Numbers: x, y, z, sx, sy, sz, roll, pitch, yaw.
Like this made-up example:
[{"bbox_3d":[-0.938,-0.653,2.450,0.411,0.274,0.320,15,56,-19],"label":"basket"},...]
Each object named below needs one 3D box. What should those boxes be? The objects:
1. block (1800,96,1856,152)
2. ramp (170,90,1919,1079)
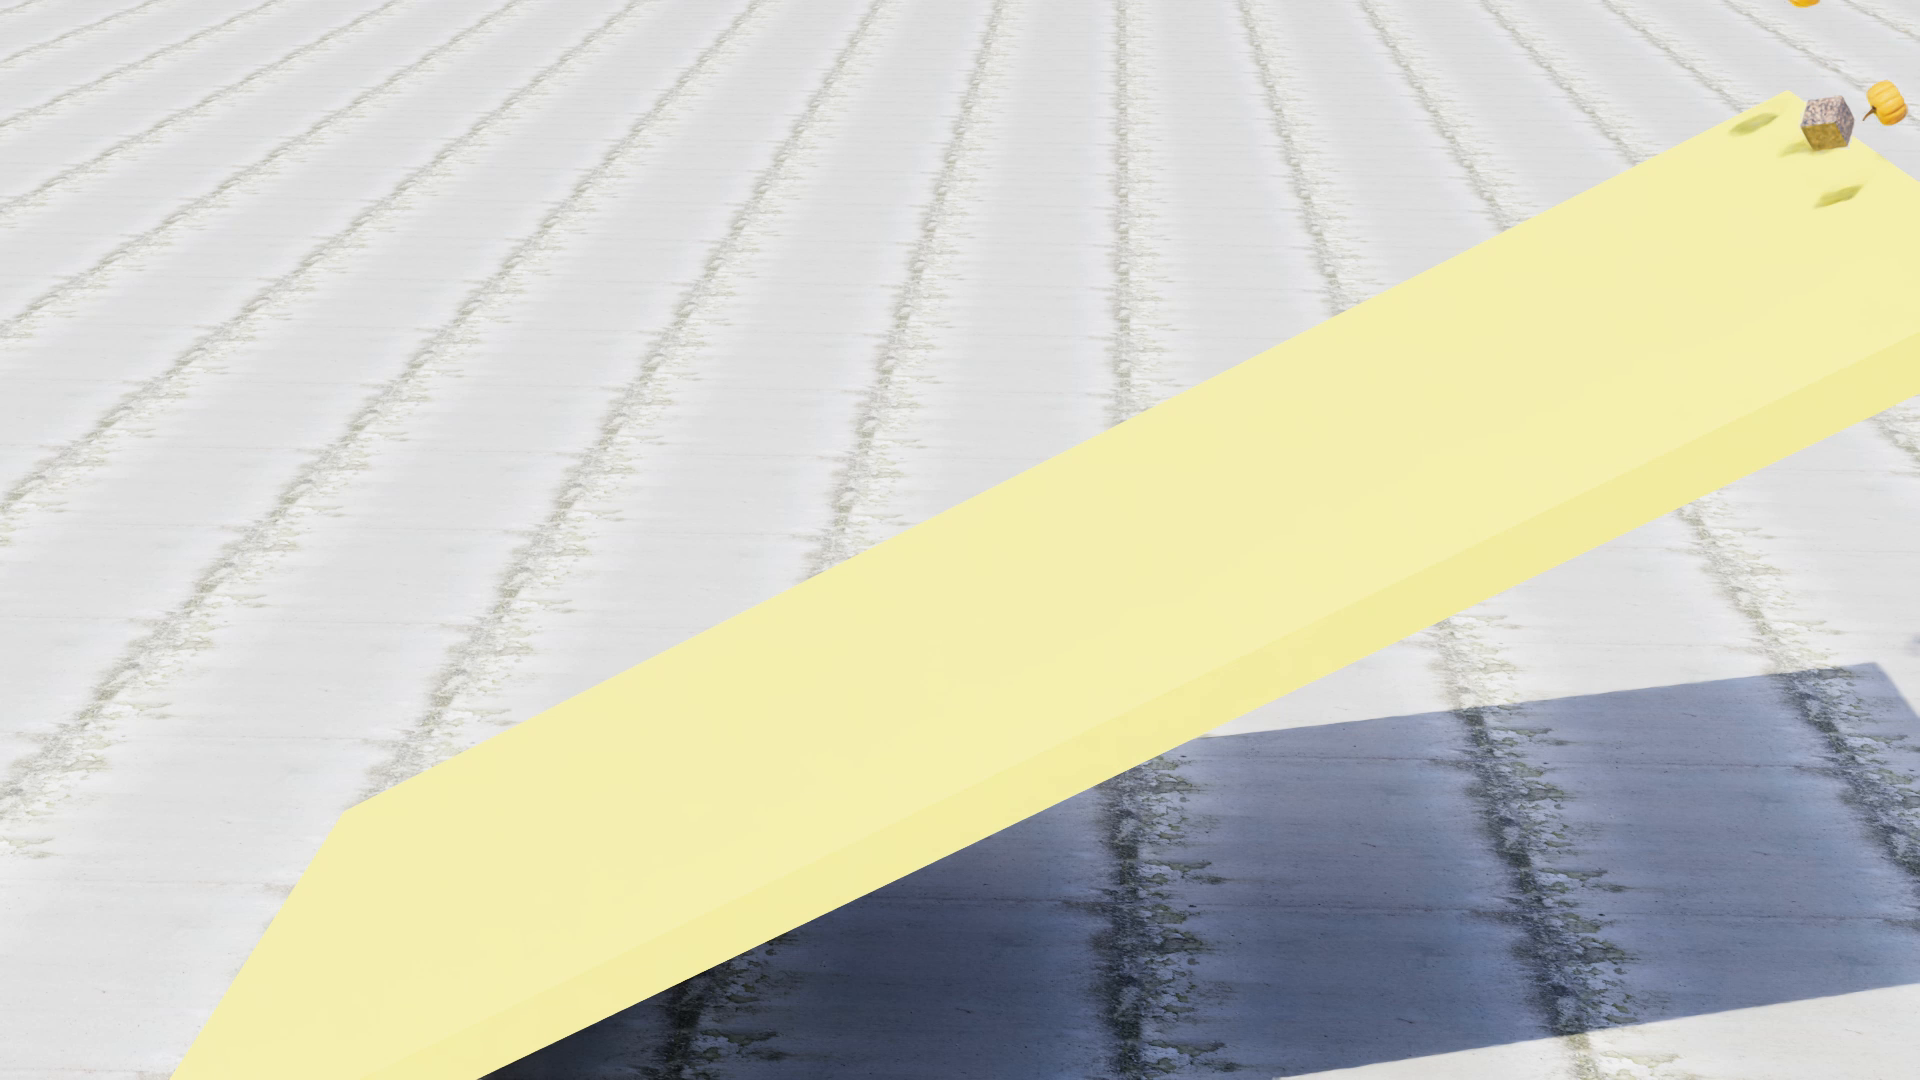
[{"bbox_3d":[1.692,-0.812,5.734,0.071,0.071,0.071,-4,51,40],"label":"block"},{"bbox_3d":[0.141,0.167,6.281,4.000,0.100,2.000,-26,14,11],"label":"ramp"}]
